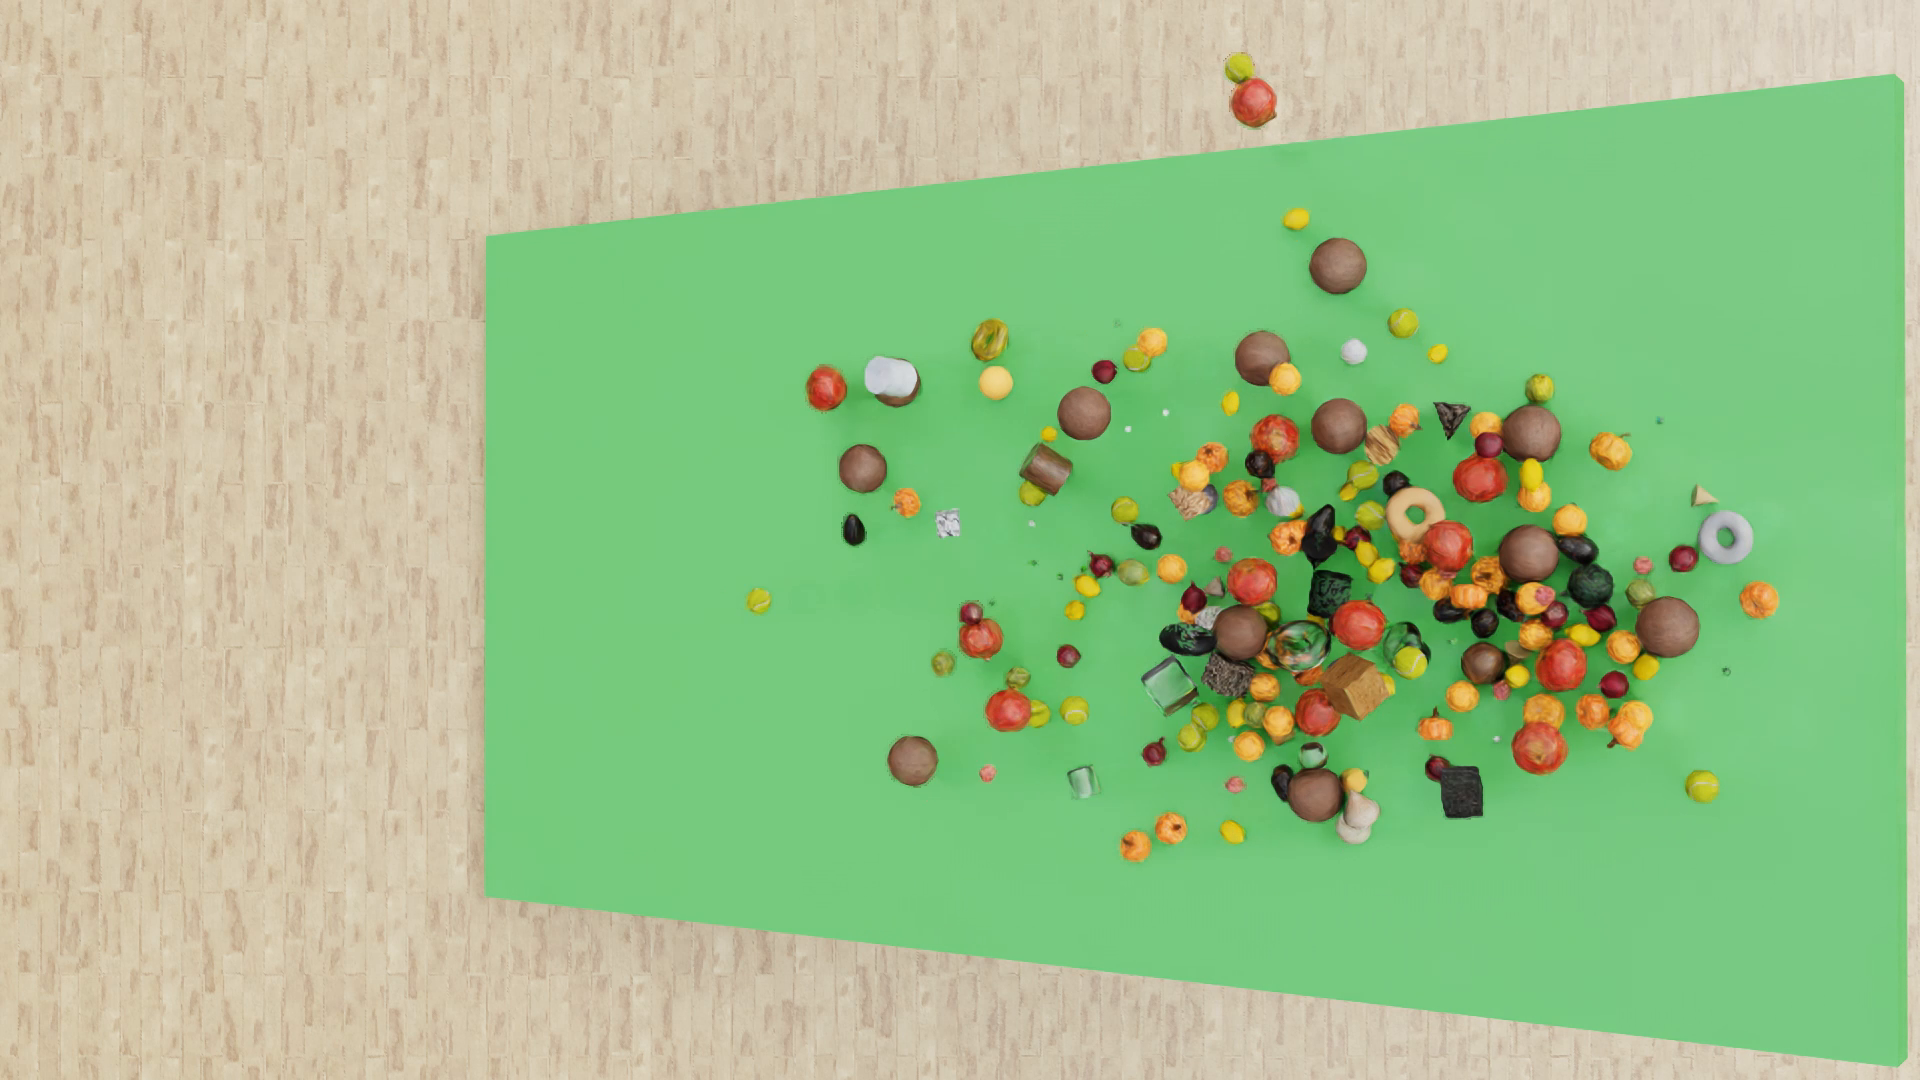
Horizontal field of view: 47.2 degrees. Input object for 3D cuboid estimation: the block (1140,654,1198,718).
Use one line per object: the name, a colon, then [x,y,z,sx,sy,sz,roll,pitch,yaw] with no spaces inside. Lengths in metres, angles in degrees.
block: [0.498,0.348,5.224,0.095,0.095,0.095,-34,69,-3]

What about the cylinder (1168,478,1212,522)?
cylinder: [0.538,-0.094,5.143,0.075,0.075,0.075,-33,92,0]

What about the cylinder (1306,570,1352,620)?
cylinder: [0.848,0.125,5.045,0.091,0.091,0.091,7,101,0]

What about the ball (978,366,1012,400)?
ball: [0.091,-0.399,5.581,0.087,0.087,0.087,0,90,0]

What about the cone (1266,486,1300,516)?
cone: [0.738,-0.106,5.061,0.078,0.078,0.078,-5,66,12]

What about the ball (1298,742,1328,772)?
ball: [0.801,0.490,4.985,0.066,0.066,0.066,0,90,0]

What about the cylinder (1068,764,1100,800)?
cylinder: [0.306,0.600,5.437,0.068,0.068,0.068,-10,67,0]

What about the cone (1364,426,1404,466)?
cone: [0.971,-0.214,4.937,0.090,0.090,0.090,-3,95,-45]

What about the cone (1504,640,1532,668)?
cone: [1.224,0.263,4.850,0.060,0.060,0.060,8,128,0]

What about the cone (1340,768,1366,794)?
cone: [0.894,0.550,5.039,0.063,0.063,0.063,-5,78,22]

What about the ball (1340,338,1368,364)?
ball: [0.905,-0.433,5.051,0.060,0.060,0.060,0,90,0]

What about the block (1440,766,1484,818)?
block: [1.106,0.555,4.845,0.080,0.080,0.080,-7,47,18]

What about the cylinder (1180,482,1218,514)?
cylinder: [0.566,-0.101,5.265,0.077,0.077,0.077,0,89,34]

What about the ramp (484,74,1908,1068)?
ramp: [0.251,0.069,5.582,4.000,0.100,2.000,0,89,34]

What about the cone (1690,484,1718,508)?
cone: [1.569,-0.088,4.623,0.052,0.052,0.052,13,90,7]

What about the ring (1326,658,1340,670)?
ring: [0.881,0.305,5.059,0.078,0.026,0.078,1,125,2]

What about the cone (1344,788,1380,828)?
cone: [0.896,0.590,4.972,0.087,0.087,0.087,-29,125,0]

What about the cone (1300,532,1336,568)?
cone: [0.815,0.040,5.032,0.083,0.083,0.083,1,46,-1]

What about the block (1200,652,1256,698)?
block: [0.634,0.319,5.200,0.079,0.079,0.079,11,105,-34]

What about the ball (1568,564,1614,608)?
ball: [1.354,0.099,4.720,0.096,0.096,0.096,0,90,0]

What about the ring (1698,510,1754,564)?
ring: [1.598,-0.005,4.590,0.115,0.038,0.115,4,97,36]

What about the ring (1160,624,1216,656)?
ring: [0.521,0.228,5.026,0.131,0.131,0.044,6,109,0]

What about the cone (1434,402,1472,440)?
cone: [1.091,-0.260,4.892,0.083,0.083,0.083,5,98,0]

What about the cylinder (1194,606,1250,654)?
cylinder: [0.618,0.213,5.198,0.094,0.094,0.094,-8,108,-27]

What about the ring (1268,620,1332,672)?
ring: [0.770,0.239,4.988,0.147,0.147,0.049,-20,128,0]

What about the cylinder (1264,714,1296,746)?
cylinder: [0.749,0.446,5.150,0.055,0.055,0.055,-33,71,0]

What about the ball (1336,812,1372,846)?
ball: [0.901,0.657,5.031,0.081,0.081,0.081,0,90,0]

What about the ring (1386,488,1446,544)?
ring: [1.008,-0.055,4.870,0.134,0.045,0.134,1,68,-1]

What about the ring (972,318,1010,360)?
ring: [0.077,-0.510,5.601,0.039,0.117,0.117,26,89,-40]

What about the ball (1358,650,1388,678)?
ball: [0.935,0.288,5.012,0.077,0.077,0.077,0,90,0]

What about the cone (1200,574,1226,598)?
cone: [0.597,0.118,5.242,0.058,0.058,0.058,-16,90,11]

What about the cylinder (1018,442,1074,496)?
cylinder: [0.214,-0.176,5.455,0.099,0.099,0.099,32,90,-9]

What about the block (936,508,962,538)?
block: [-0.028,-0.042,5.407,0.055,0.055,0.055,-7,104,5]

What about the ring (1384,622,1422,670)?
ring: [0.991,0.236,4.927,0.037,0.112,0.112,16,90,-24]

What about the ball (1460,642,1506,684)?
ball: [1.155,0.272,4.855,0.096,0.096,0.096,0,90,0]

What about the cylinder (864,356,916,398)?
cylinder: [-0.174,-0.407,5.502,0.093,0.093,0.093,-4,84,41]

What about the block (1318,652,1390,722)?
block: [0.881,0.328,4.916,0.096,0.096,0.096,-38,117,-16]
